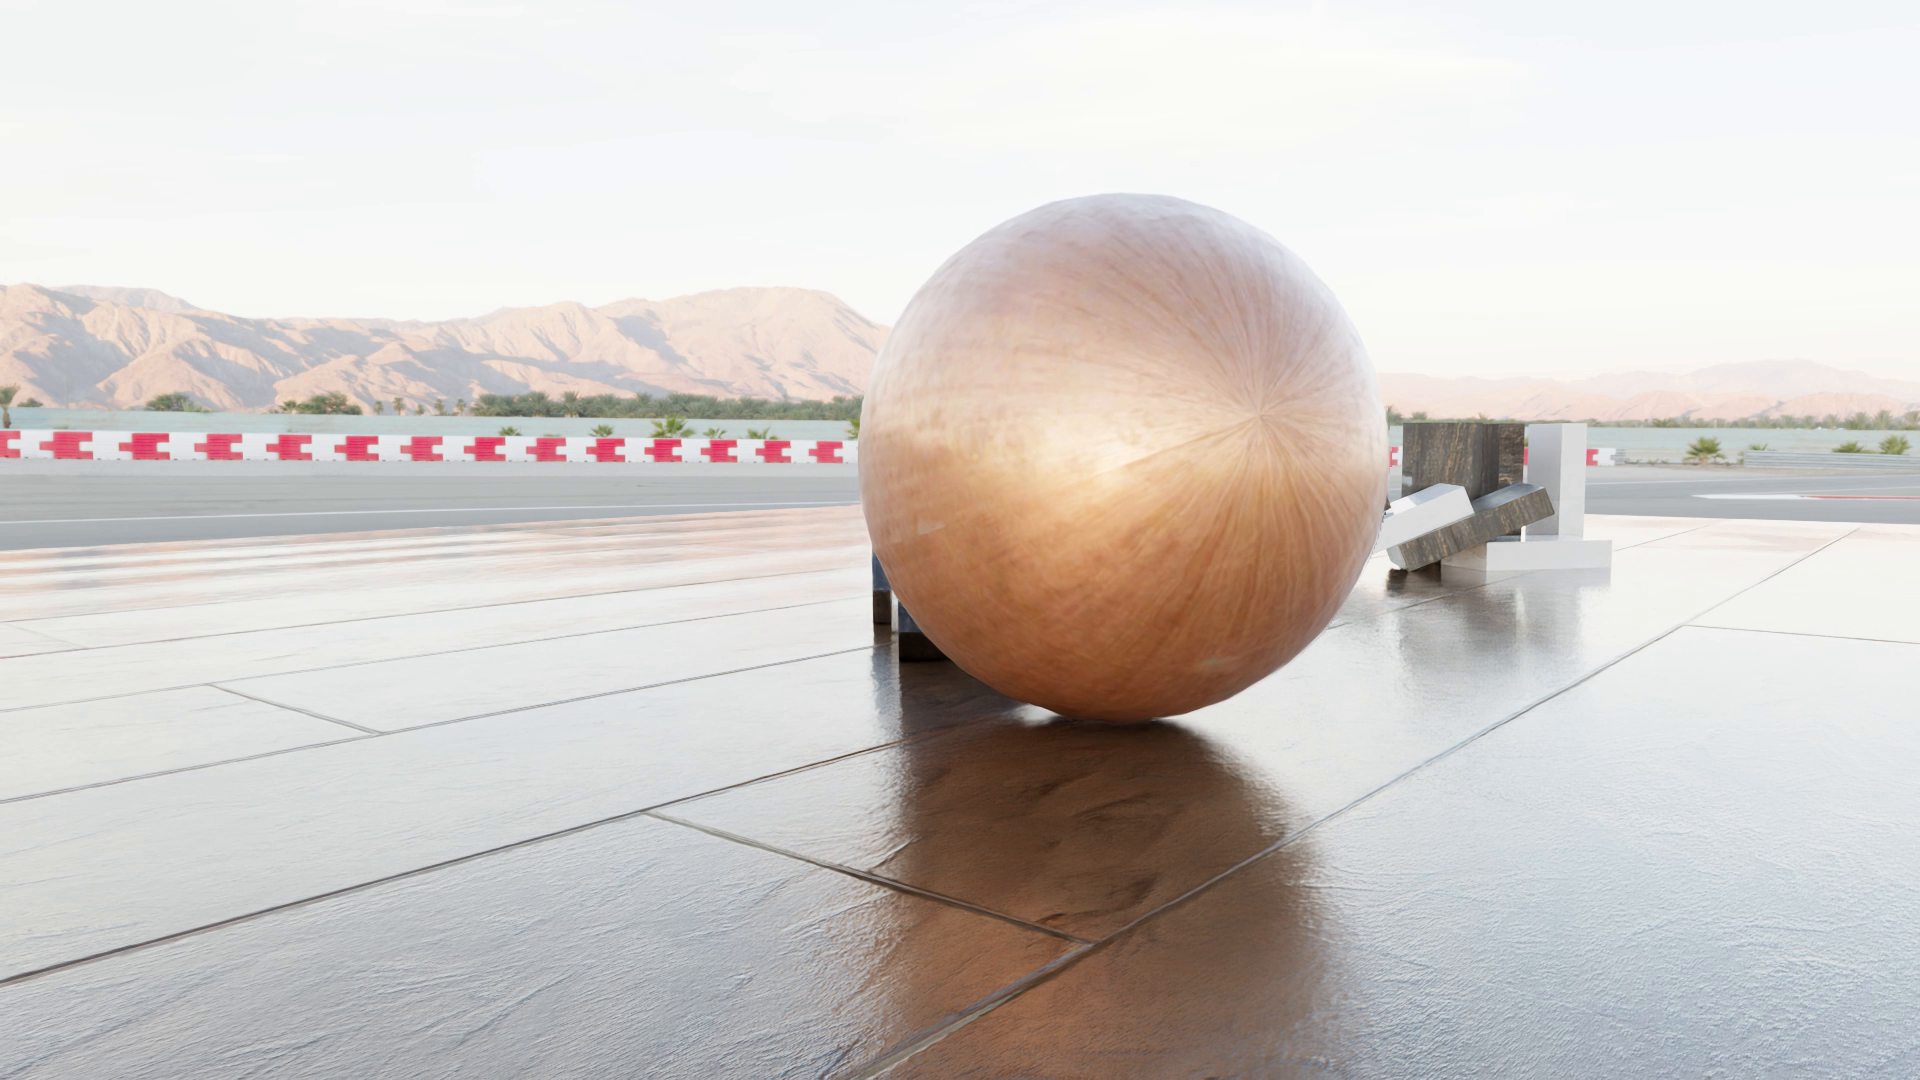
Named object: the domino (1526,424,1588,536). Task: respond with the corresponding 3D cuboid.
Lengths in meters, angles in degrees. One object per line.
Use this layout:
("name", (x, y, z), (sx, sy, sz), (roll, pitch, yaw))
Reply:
("domino", (0.227, -0.019, 0.489), (0.009, 0.050, 0.025), (0, 4, -3))

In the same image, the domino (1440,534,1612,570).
("domino", (0.198, 0.004, 0.449), (0.050, 0.009, 0.025), (-1, 4, -15))

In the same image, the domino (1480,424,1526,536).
("domino", (0.203, -0.019, 0.488), (0.009, 0.050, 0.025), (0, 4, -5))

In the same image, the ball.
("ball", (0.024, -0.012, 0.198), (0.080, 0.080, 0.080), (0, 4, 0))

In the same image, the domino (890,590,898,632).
("domino", (-0.004, -0.001, 0.305), (0.025, 0.050, 0.009), (0, -41, -4))

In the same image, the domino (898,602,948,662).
("domino", (0.000, 0.002, 0.265), (0.025, 0.010, 0.050), (0, 49, -4))

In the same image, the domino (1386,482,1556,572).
("domino", (0.172, -0.005, 0.436), (0.050, 0.009, 0.025), (-23, 4, 7))

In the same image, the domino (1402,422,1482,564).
("domino", (0.173, -0.017, 0.461), (0.025, 0.050, 0.010), (0, 4, -2))

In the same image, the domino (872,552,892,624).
("domino", (-0.010, 0.003, 0.323), (0.025, 0.010, 0.050), (0, 32, -4))

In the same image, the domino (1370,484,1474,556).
("domino", (0.147, -0.005, 0.440), (0.050, 0.010, 0.025), (-23, 4, 5))

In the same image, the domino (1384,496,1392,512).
("domino", (0.121, -0.006, 0.447), (0.050, 0.009, 0.025), (-25, 7, -5))
